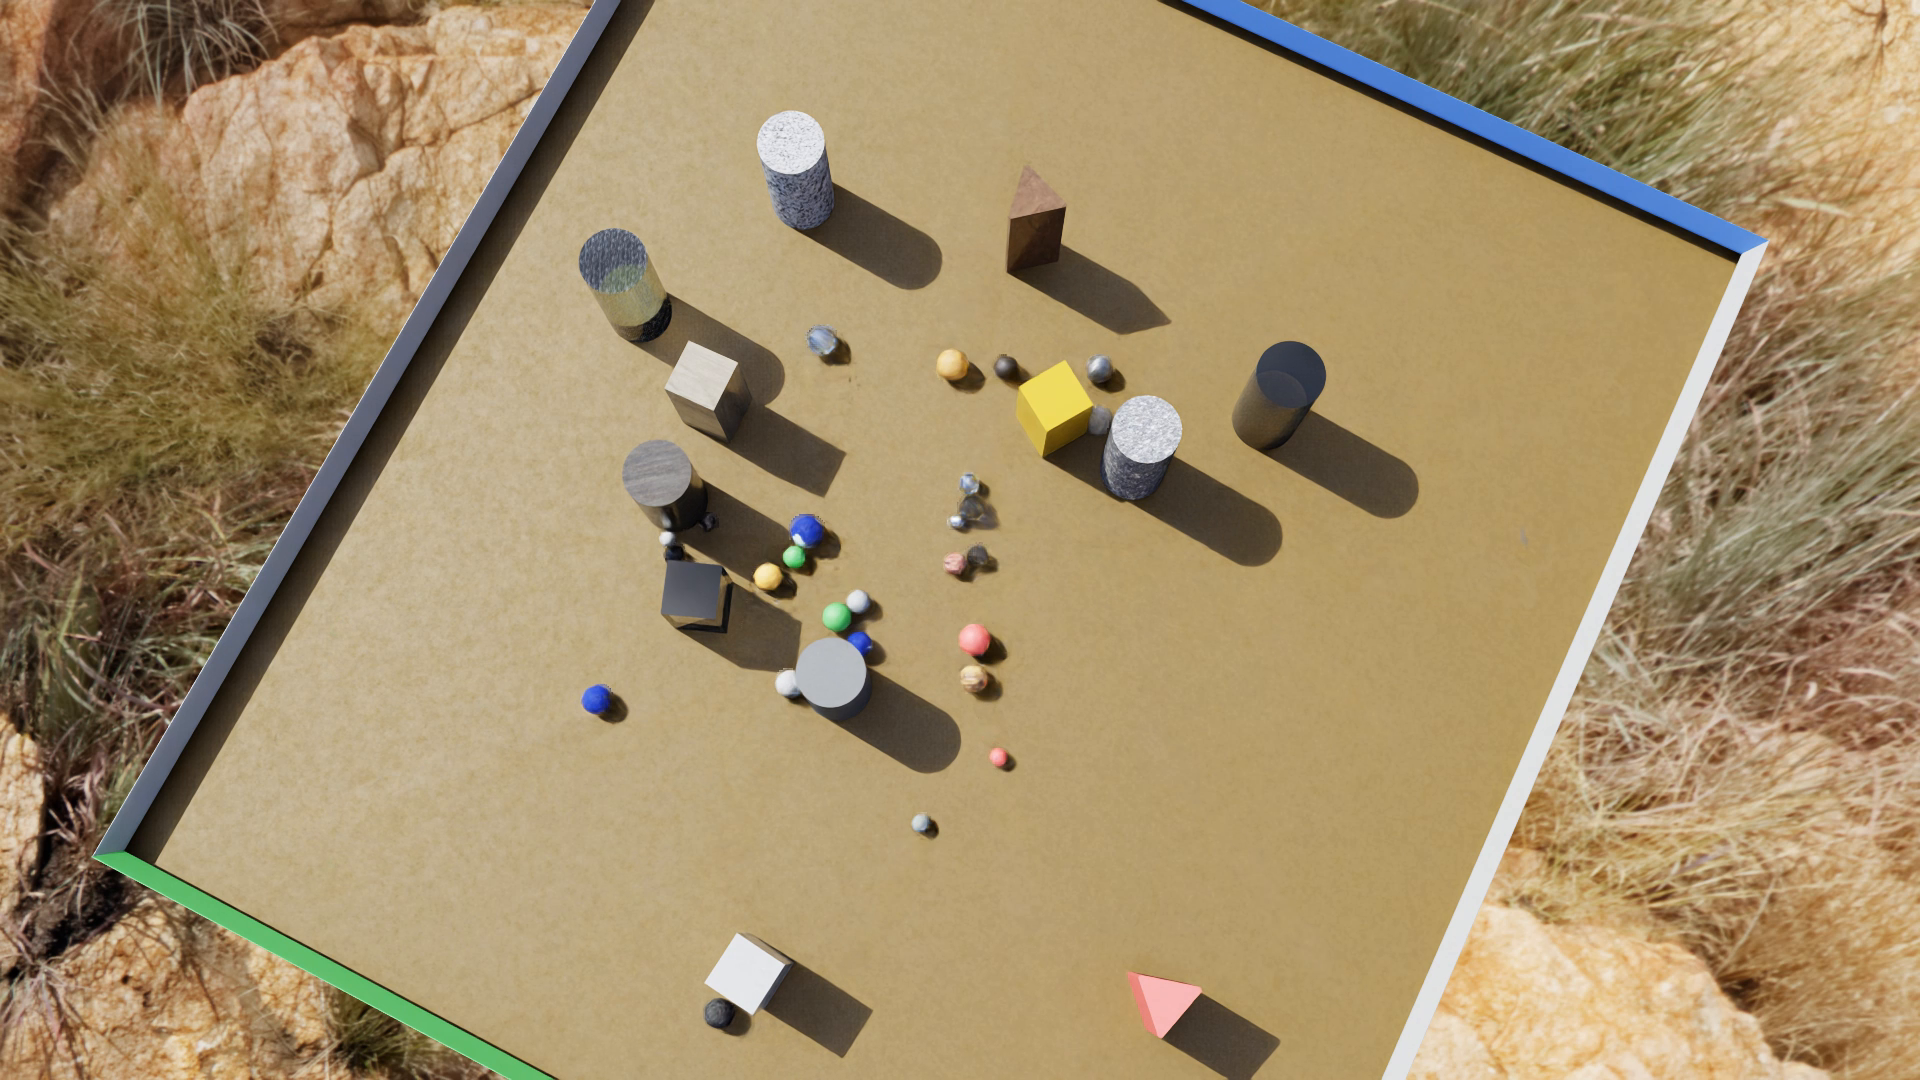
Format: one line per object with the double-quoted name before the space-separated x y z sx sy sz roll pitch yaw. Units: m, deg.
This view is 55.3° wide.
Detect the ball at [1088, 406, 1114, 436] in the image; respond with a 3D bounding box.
"ball" 0.428 -0.369 5.646 0.093 0.093 0.093 0 78 0

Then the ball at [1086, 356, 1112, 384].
"ball" 0.431 -0.528 5.684 0.083 0.083 0.083 0 78 0

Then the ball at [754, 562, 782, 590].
"ball" -0.581 0.112 5.550 0.085 0.085 0.085 0 78 0

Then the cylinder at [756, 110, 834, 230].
"cylinder" -0.499 -1.129 5.624 0.200 0.443 0.200 0 78 0

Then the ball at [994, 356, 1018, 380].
"ball" 0.143 -0.534 5.688 0.077 0.077 0.077 0 78 0

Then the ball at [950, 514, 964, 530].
"ball" -0.010 -0.057 5.605 0.046 0.046 0.046 0 78 0

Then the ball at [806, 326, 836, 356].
"ball" -0.430 -0.620 5.698 0.091 0.091 0.091 0 78 0

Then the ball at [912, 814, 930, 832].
"ball" -0.115 0.837 5.415 0.055 0.055 0.055 0 78 0

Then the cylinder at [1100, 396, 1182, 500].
"cylinder" 0.532 -0.269 5.437 0.200 0.461 0.200 0 78 0

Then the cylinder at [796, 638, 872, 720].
"cylinder" -0.366 0.409 5.355 0.200 0.347 0.200 0 78 0

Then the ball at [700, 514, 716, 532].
"ball" -0.770 -0.052 5.601 0.052 0.052 0.052 0 78 0

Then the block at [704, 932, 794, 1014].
"block" -0.595 1.229 5.209 0.160 0.299 0.160 32 80 6

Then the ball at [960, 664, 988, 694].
"ball" 0.042 0.415 5.486 0.087 0.087 0.087 0 78 0

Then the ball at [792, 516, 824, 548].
"ball" -0.464 -0.023 5.571 0.099 0.099 0.099 0 78 0

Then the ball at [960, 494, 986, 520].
"ball" 0.039 -0.099 5.596 0.081 0.081 0.081 0 78 0

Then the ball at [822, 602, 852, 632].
"ball" -0.370 0.233 5.524 0.088 0.088 0.088 0 78 0

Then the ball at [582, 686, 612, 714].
"ball" -1.086 0.477 5.473 0.087 0.087 0.087 0 78 0

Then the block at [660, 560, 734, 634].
"block" -0.778 0.171 5.443 0.160 0.271 0.160 6 78 1

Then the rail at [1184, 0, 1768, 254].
"rail" 0.868 -1.693 5.900 3.646 0.130 0.045 26 80 5

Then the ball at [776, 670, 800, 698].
"ball" -0.510 0.432 5.484 0.084 0.084 0.084 0 78 0

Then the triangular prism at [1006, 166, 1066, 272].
"triangular prism" 0.211 -0.985 5.589 0.173 0.454 0.150 -13 79 -3

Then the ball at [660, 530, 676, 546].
"ball" -0.892 -0.004 5.592 0.049 0.049 0.049 0 78 0

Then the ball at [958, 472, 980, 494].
"ball" 0.027 -0.173 5.619 0.066 0.066 0.066 0 78 0

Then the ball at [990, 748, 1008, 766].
"ball" 0.115 0.646 5.456 0.054 0.054 0.054 0 78 0

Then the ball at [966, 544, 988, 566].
"ball" 0.053 0.048 5.573 0.066 0.066 0.066 0 78 0

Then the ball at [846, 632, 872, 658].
"ball" -0.302 0.315 5.511 0.079 0.079 0.079 0 78 0

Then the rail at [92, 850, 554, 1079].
"rail" -0.868 1.706 5.196 3.646 0.130 0.045 26 80 5

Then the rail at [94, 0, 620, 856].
"rail" -1.609 -0.781 5.711 0.045 0.130 3.928 26 80 5

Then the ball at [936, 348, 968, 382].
"ball" -0.024 -0.542 5.678 0.100 0.100 0.100 0 78 0

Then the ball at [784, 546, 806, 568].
"ball" -0.503 0.052 5.571 0.069 0.069 0.069 0 78 0

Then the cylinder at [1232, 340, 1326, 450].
"cylinder" 0.945 -0.424 5.461 0.200 0.477 0.200 0 78 0

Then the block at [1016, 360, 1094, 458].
"block" 0.282 -0.392 5.536 0.160 0.316 0.160 -30 80 -6

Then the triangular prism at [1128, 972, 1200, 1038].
"triangular prism" 0.546 1.277 5.175 0.150 0.347 0.173 41 81 8

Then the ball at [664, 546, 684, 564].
"ball" -0.869 0.047 5.575 0.063 0.063 0.063 0 78 0

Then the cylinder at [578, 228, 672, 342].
"cylinder" -1.006 -0.763 5.539 0.200 0.462 0.200 0 78 0

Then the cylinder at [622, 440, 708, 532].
"cylinder" -0.876 -0.158 5.468 0.200 0.355 0.200 0 78 0

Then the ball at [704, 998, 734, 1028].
"ball" -0.695 1.366 5.290 0.086 0.086 0.086 0 78 0

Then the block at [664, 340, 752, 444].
"block" -0.753 -0.440 5.514 0.160 0.380 0.160 24 79 5

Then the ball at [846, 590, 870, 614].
"ball" -0.306 0.188 5.541 0.072 0.072 0.072 0 78 0

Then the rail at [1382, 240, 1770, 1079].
"rail" 1.609 0.795 5.385 0.045 0.130 3.928 26 80 5

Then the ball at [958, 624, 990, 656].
"ball" 0.044 0.299 5.506 0.096 0.096 0.096 0 78 0

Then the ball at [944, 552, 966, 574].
"ball" -0.014 0.072 5.567 0.068 0.068 0.068 0 78 0
